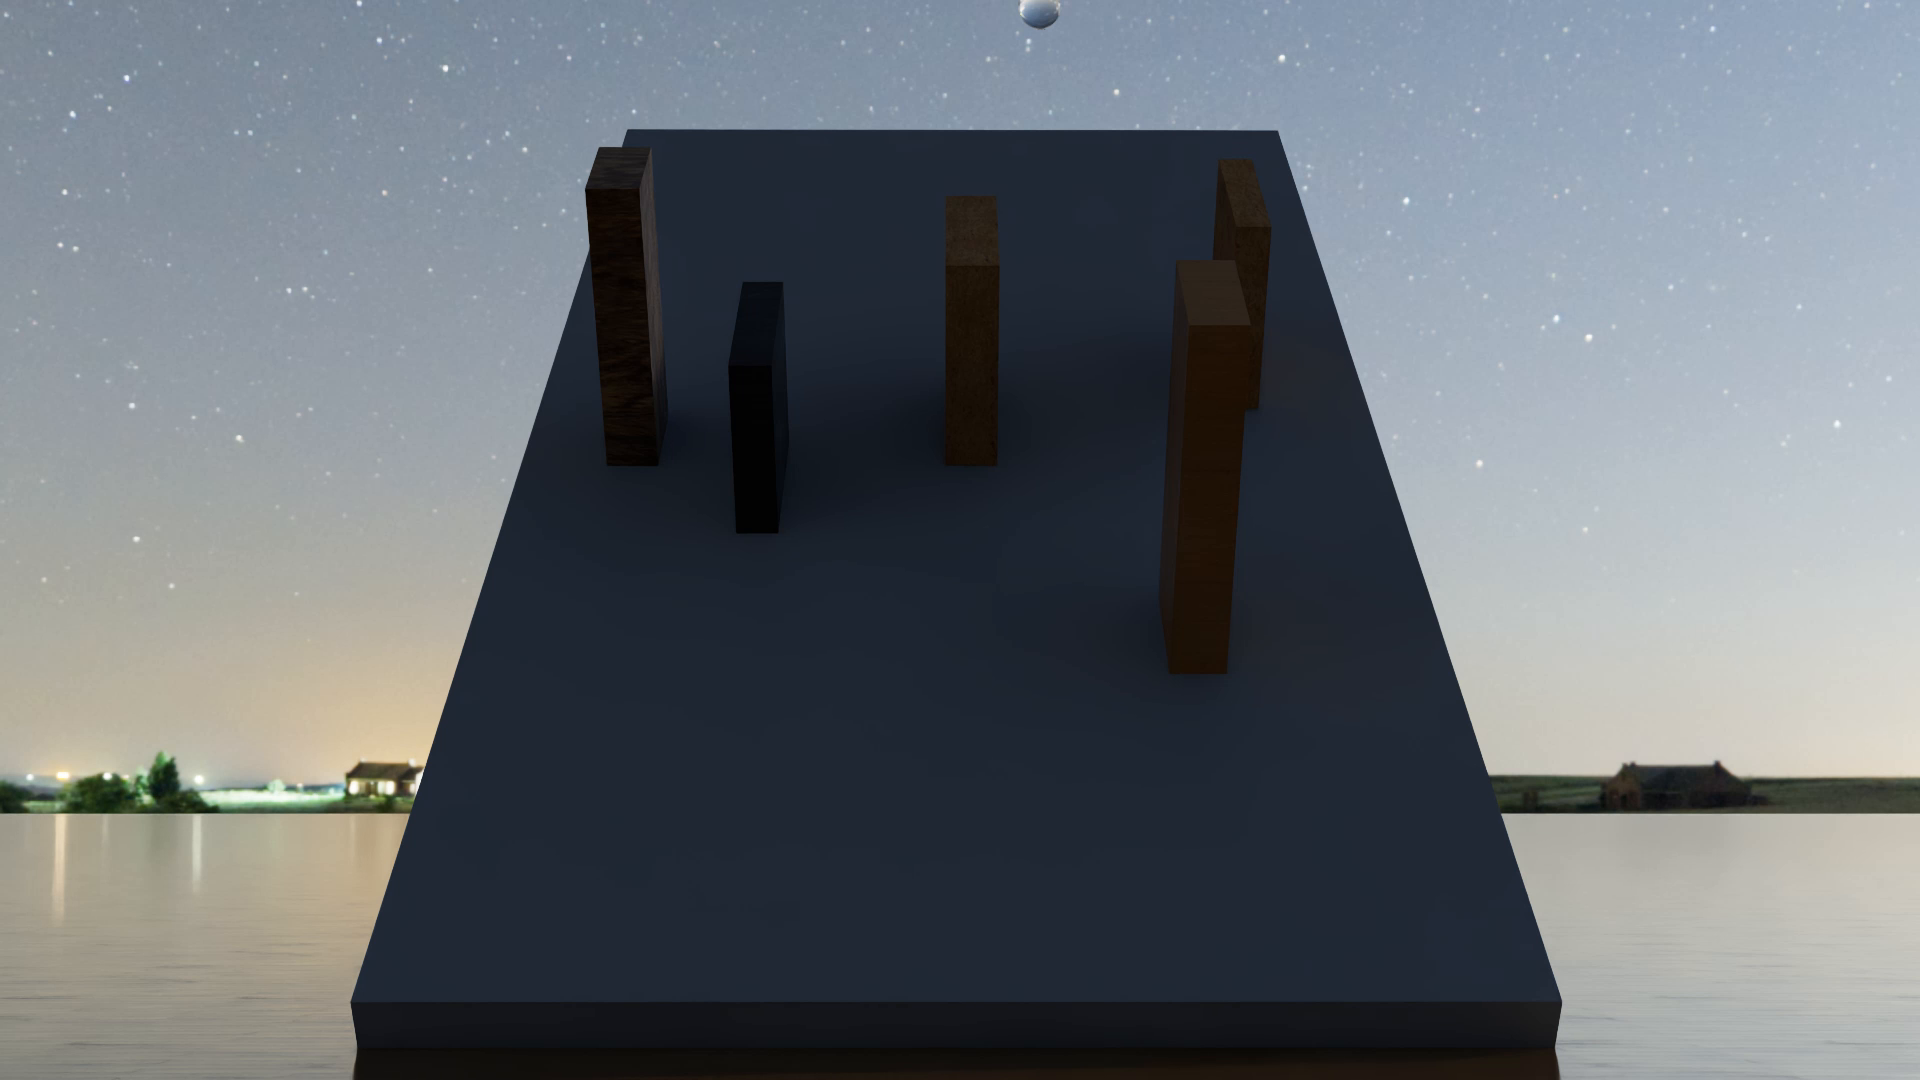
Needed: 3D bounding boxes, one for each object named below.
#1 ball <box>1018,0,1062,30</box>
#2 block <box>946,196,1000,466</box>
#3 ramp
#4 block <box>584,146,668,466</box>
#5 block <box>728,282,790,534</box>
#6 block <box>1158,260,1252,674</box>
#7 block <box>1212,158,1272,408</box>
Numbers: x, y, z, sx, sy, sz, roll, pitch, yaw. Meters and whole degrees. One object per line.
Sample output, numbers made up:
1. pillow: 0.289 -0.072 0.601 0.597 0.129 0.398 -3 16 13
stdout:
1. ball: 0.247 -1.647 7.484 0.134 0.134 0.134 0 -6 0
2. block: 0.026 -0.490 5.634 0.119 0.501 0.401 0 30 0
3. ramp: -0.013 -0.206 5.745 2.000 0.100 4.000 0 30 0
4. block: -0.754 -0.528 5.515 0.117 0.682 0.247 0 30 0
5. block: -0.445 -0.299 5.397 0.091 0.410 0.427 0 30 0
6. block: 0.476 -0.138 4.773 0.114 0.768 0.294 0 30 0
7. block: 0.678 -0.628 5.902 0.081 0.473 0.424 0 30 0
